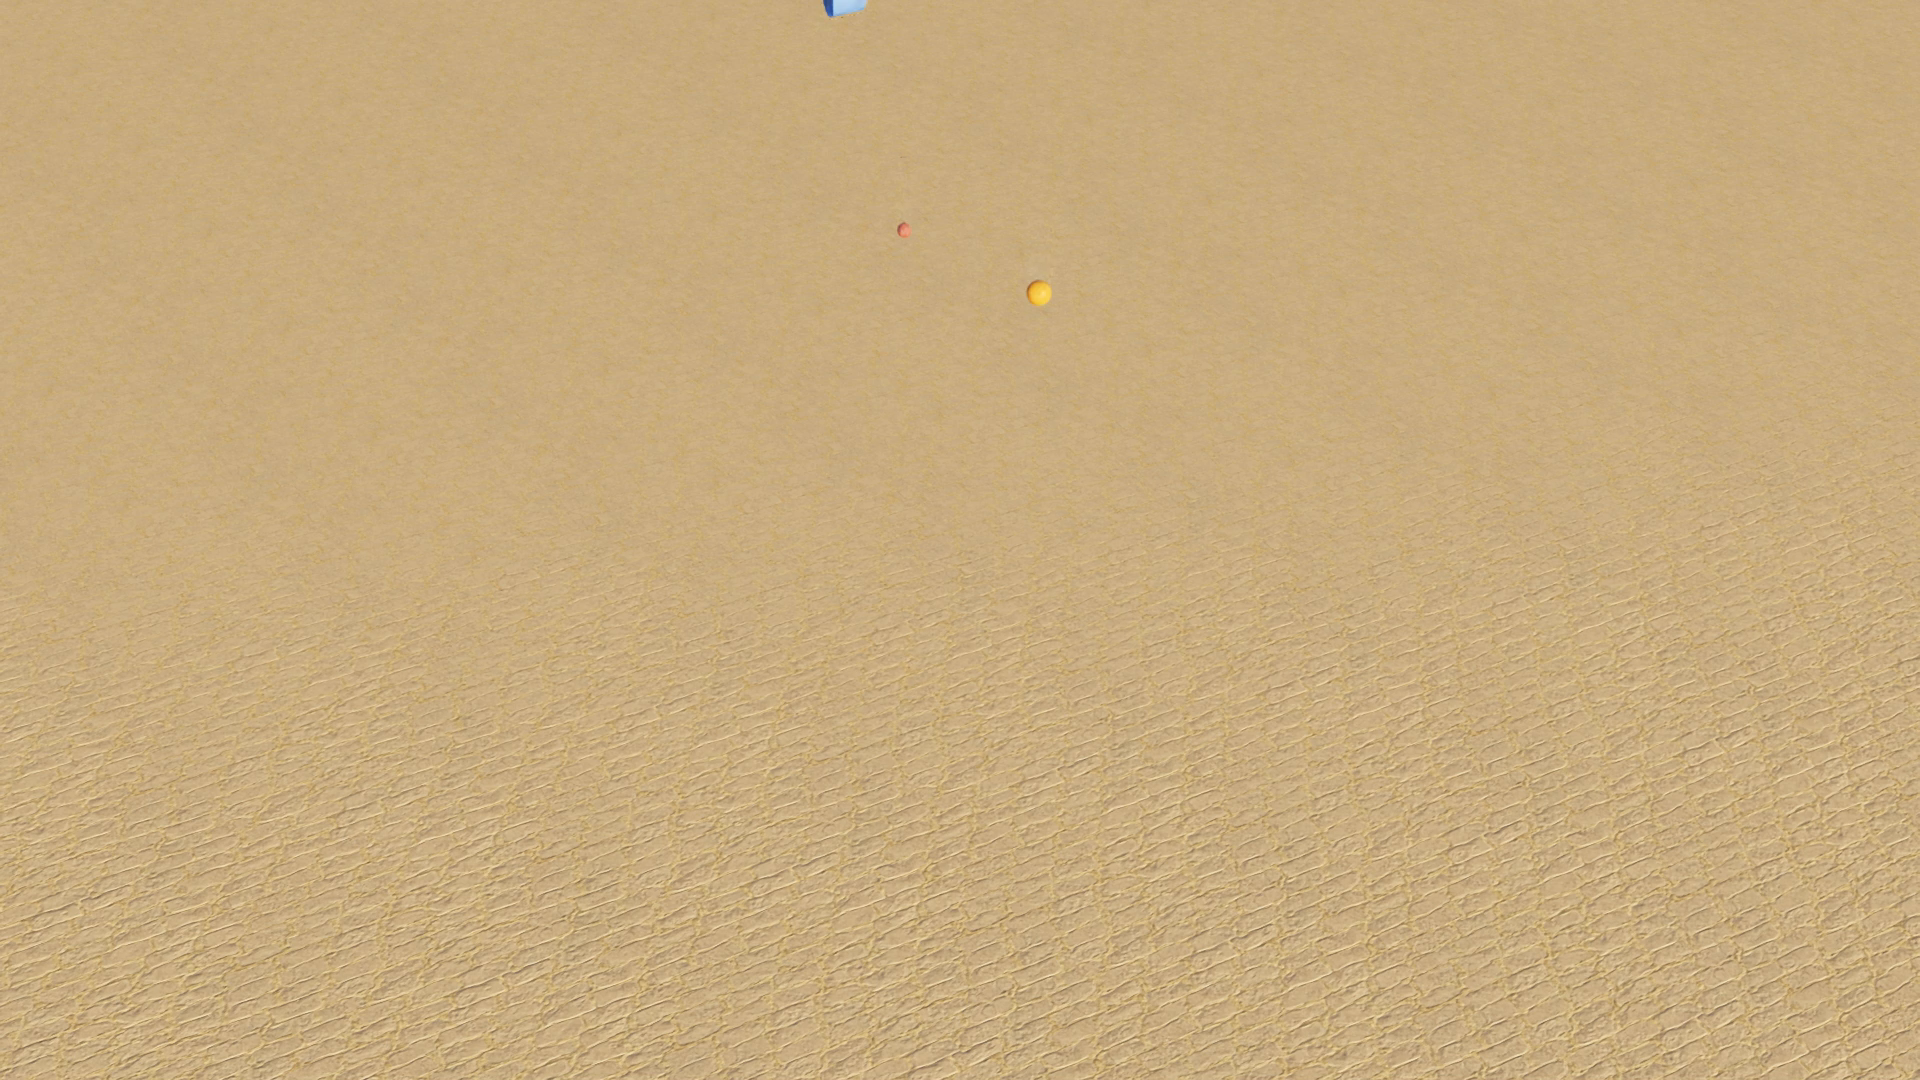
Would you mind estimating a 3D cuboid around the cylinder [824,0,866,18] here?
[{"bbox_3d":[-0.403,-1.903,10.215,0.127,0.143,0.091,-17,30,-22],"label":"cylinder"}]
